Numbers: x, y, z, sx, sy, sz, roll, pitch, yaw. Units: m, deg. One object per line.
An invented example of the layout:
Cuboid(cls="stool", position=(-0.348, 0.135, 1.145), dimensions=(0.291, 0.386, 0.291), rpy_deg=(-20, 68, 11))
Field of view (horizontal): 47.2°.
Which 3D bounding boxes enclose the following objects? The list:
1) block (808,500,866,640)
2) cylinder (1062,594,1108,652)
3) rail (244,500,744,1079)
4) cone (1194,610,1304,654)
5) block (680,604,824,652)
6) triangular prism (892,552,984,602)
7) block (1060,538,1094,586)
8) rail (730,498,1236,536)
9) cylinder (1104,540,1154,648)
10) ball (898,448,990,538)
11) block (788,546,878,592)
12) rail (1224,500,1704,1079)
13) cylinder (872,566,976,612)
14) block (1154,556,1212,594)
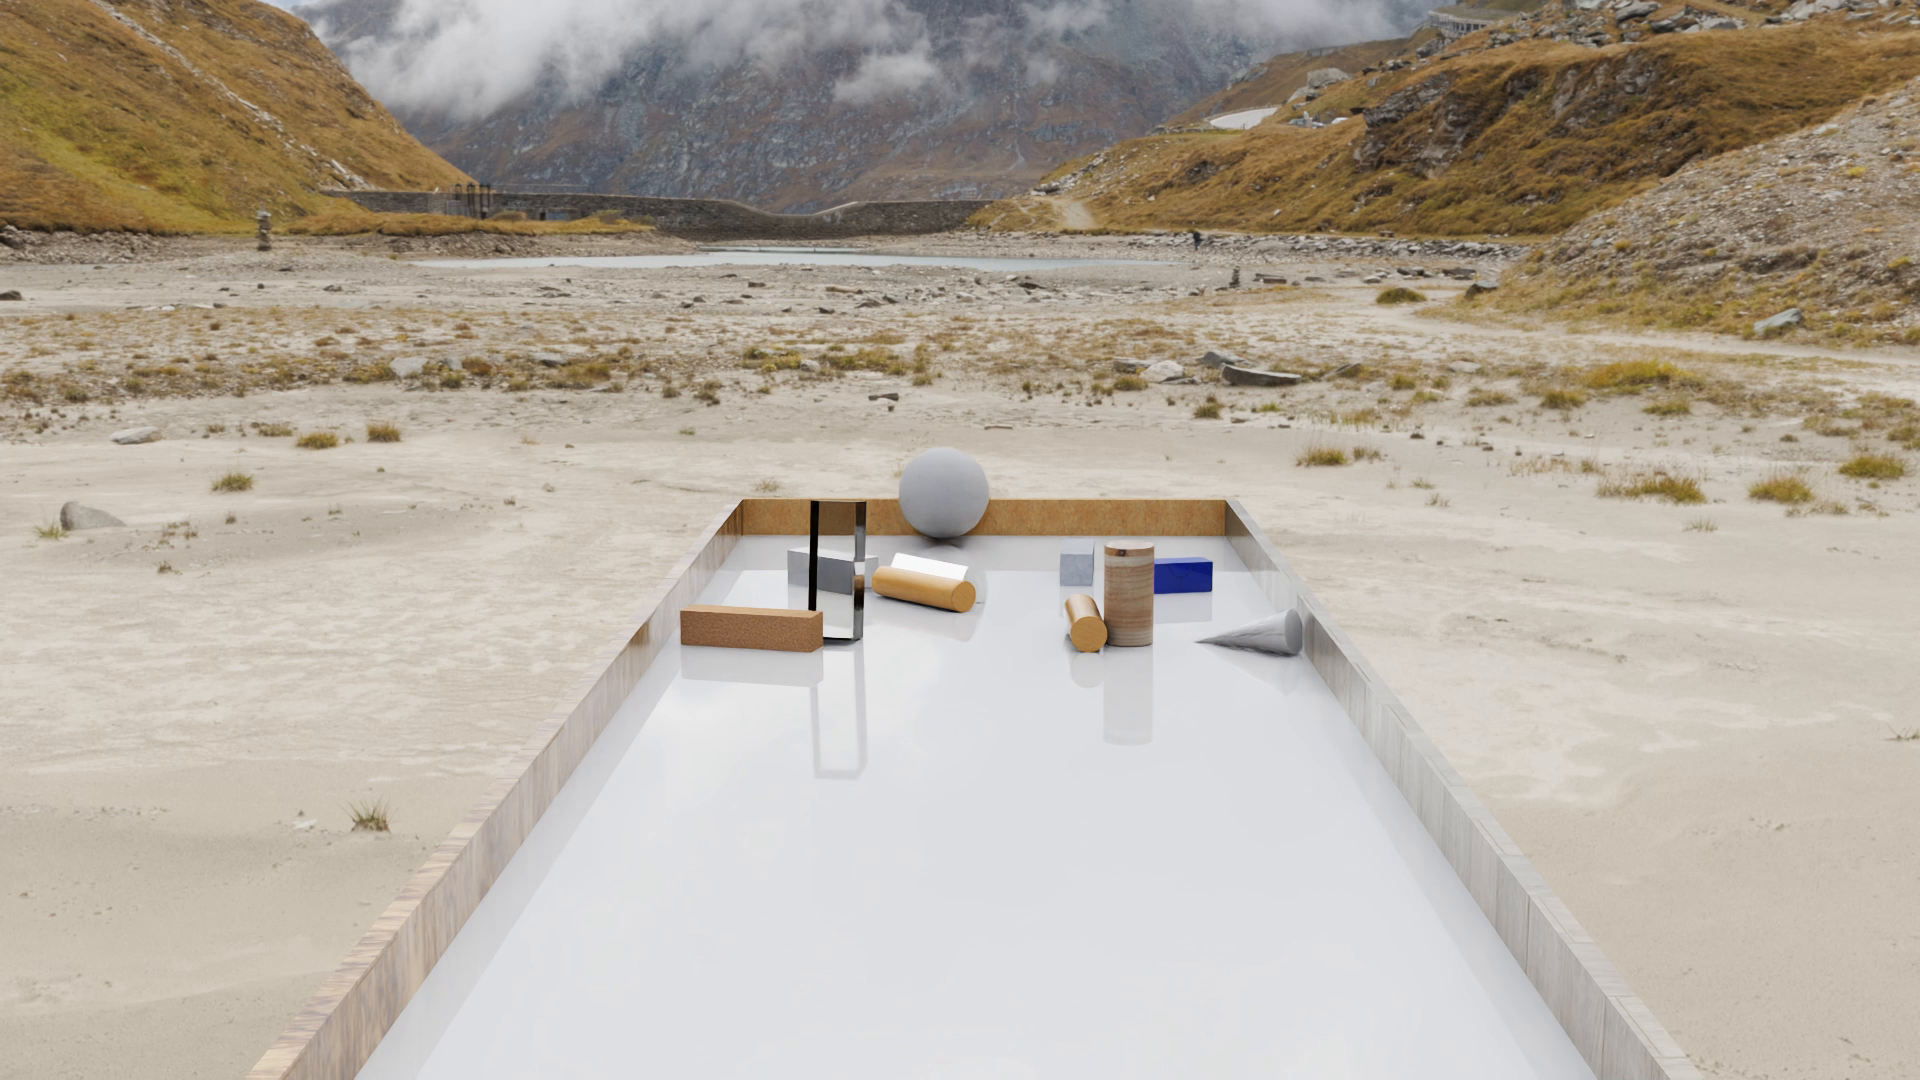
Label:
Cuboid(cls="block", position=(-0.390, 0.094, 6.979), dimensions=(0.144, 0.436, 0.144), rpy_deg=(2, 2, 12))
Cuboid(cls="cylinder", position=(0.396, 0.262, 6.994), dimensions=(0.114, 0.114, 0.389), rpy_deg=(0, 9, -1))
Cuboid(cls="rail", position=(-1.004, 0.839, 3.234), dimensions=(0.050, 0.150, 12.000), rpy_deg=(0, 9, 1))
Cuboid(cls="cone", position=(0.882, 0.303, 6.877), dimensions=(0.355, 0.141, 0.141), rpy_deg=(-8, 4, 33))
Cuboid(cls="block", position=(-0.655, 0.277, 6.912), dimensions=(0.436, 0.110, 0.110), rpy_deg=(3, 9, 16))
Cuboid(cls="triangular prism", position=(-0.097, 0.132, 7.746), dimensions=(0.149, 0.129, 0.386), rpy_deg=(-8, 12, -40))
Cuboid(cls="block", position=(0.434, 0.081, 8.127), dimensions=(0.117, 0.117, 0.358), rpy_deg=(1, 9, 4))
Cuboid(cls="rail", position=(0.099, -0.098, 9.147), dimensions=(2.100, 0.150, 0.050), rpy_deg=(0, 9, 1))
Cuboid(cls="cylinder", position=(0.532, 0.168, 6.934), dimensions=(0.158, 0.313, 0.158), rpy_deg=(0, 11, 0))
Cuboid(cls="ball", position=(-0.067, -0.190, 8.928), dimensions=(0.370, 0.370, 0.370), rpy_deg=(0, 9, 0))
Cuboid(cls="block", position=(-0.460, 0.108, 7.936), dimensions=(0.345, 0.122, 0.122), rpy_deg=(8, 12, 42))
Cuboid(cls="rail", position=(1.046, 0.843, 3.208), dimensions=(0.050, 0.150, 12.000), rpy_deg=(0, 9, 1))
Cuboid(cls="cylinder", position=(-0.128, 0.168, 7.613), dimensions=(0.106, 0.106, 0.424), rpy_deg=(-8, 12, -42))
Cuboid(cls="block", position=(0.711, 0.129, 7.851), dimensions=(0.365, 0.108, 0.108), rpy_deg=(-2, 9, -13))
